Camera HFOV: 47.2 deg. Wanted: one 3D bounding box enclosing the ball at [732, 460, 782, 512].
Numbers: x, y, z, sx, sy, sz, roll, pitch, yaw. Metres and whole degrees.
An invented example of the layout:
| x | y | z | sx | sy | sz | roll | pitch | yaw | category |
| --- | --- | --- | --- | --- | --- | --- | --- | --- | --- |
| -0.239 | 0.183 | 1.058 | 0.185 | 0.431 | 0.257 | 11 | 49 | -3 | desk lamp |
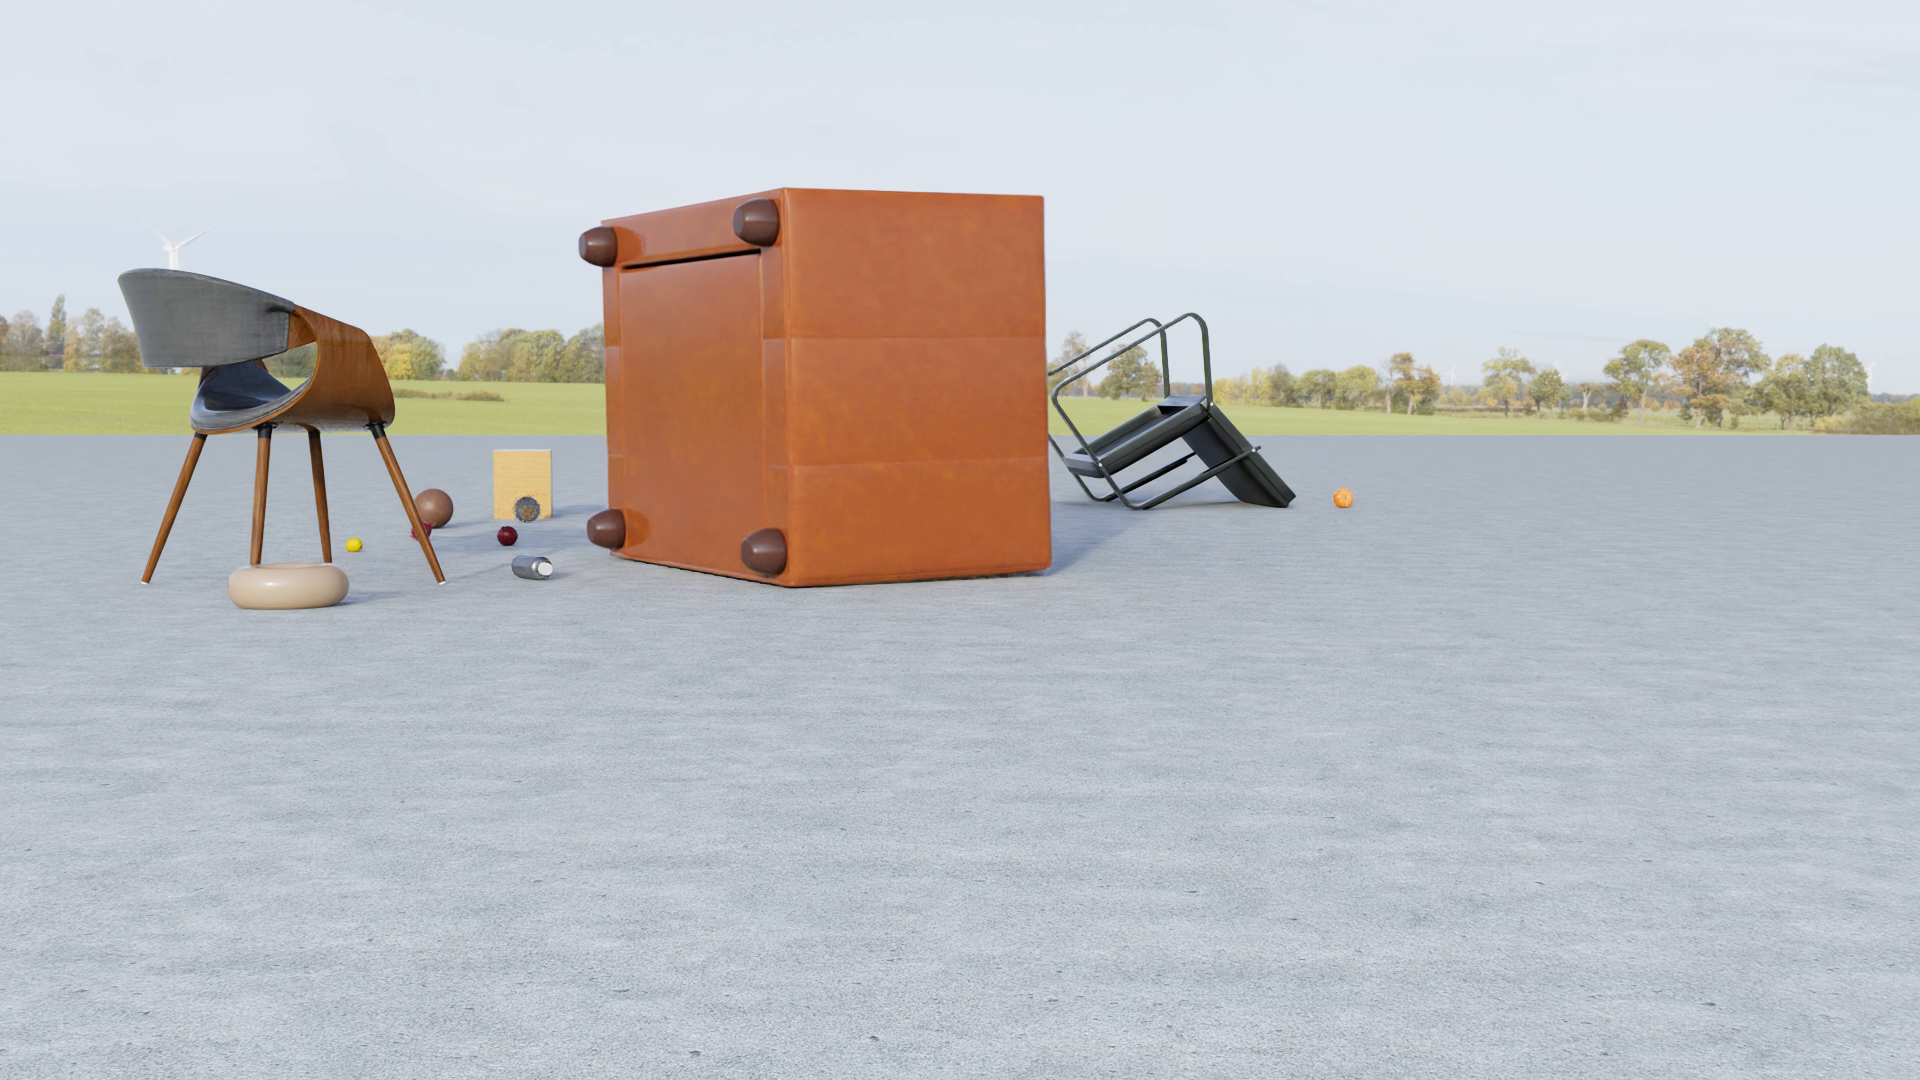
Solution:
| x | y | z | sx | sy | sz | roll | pitch | yaw | category |
| --- | --- | --- | --- | --- | --- | --- | --- | --- | --- |
| -0.747 | -0.199 | 8.089 | 0.186 | 0.186 | 0.186 | 0 | 4 | 0 | ball |

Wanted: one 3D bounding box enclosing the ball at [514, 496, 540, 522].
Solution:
| x | y | z | sx | sy | sz | roll | pitch | yaw | category |
| --- | --- | --- | --- | --- | --- | --- | --- | --- | --- |
| -1.457 | -0.103 | 7.400 | 0.089 | 0.089 | 0.089 | 0 | 4 | 0 | ball |

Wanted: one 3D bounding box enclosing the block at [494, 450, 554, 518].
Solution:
| x | y | z | sx | sy | sz | roll | pitch | yaw | category |
| --- | --- | --- | --- | --- | --- | --- | --- | --- | --- |
| -1.528 | -0.198 | 7.705 | 0.193 | 0.236 | 0.165 | 0 | 4 | -7 | block |

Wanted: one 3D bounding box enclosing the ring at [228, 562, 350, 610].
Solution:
| x | y | z | sx | sy | sz | roll | pitch | yaw | category |
| --- | --- | --- | --- | --- | --- | --- | --- | --- | --- |
| -1.387 | 0.095 | 4.542 | 0.242 | 0.087 | 0.170 | -2 | 6 | -17 | ring |
